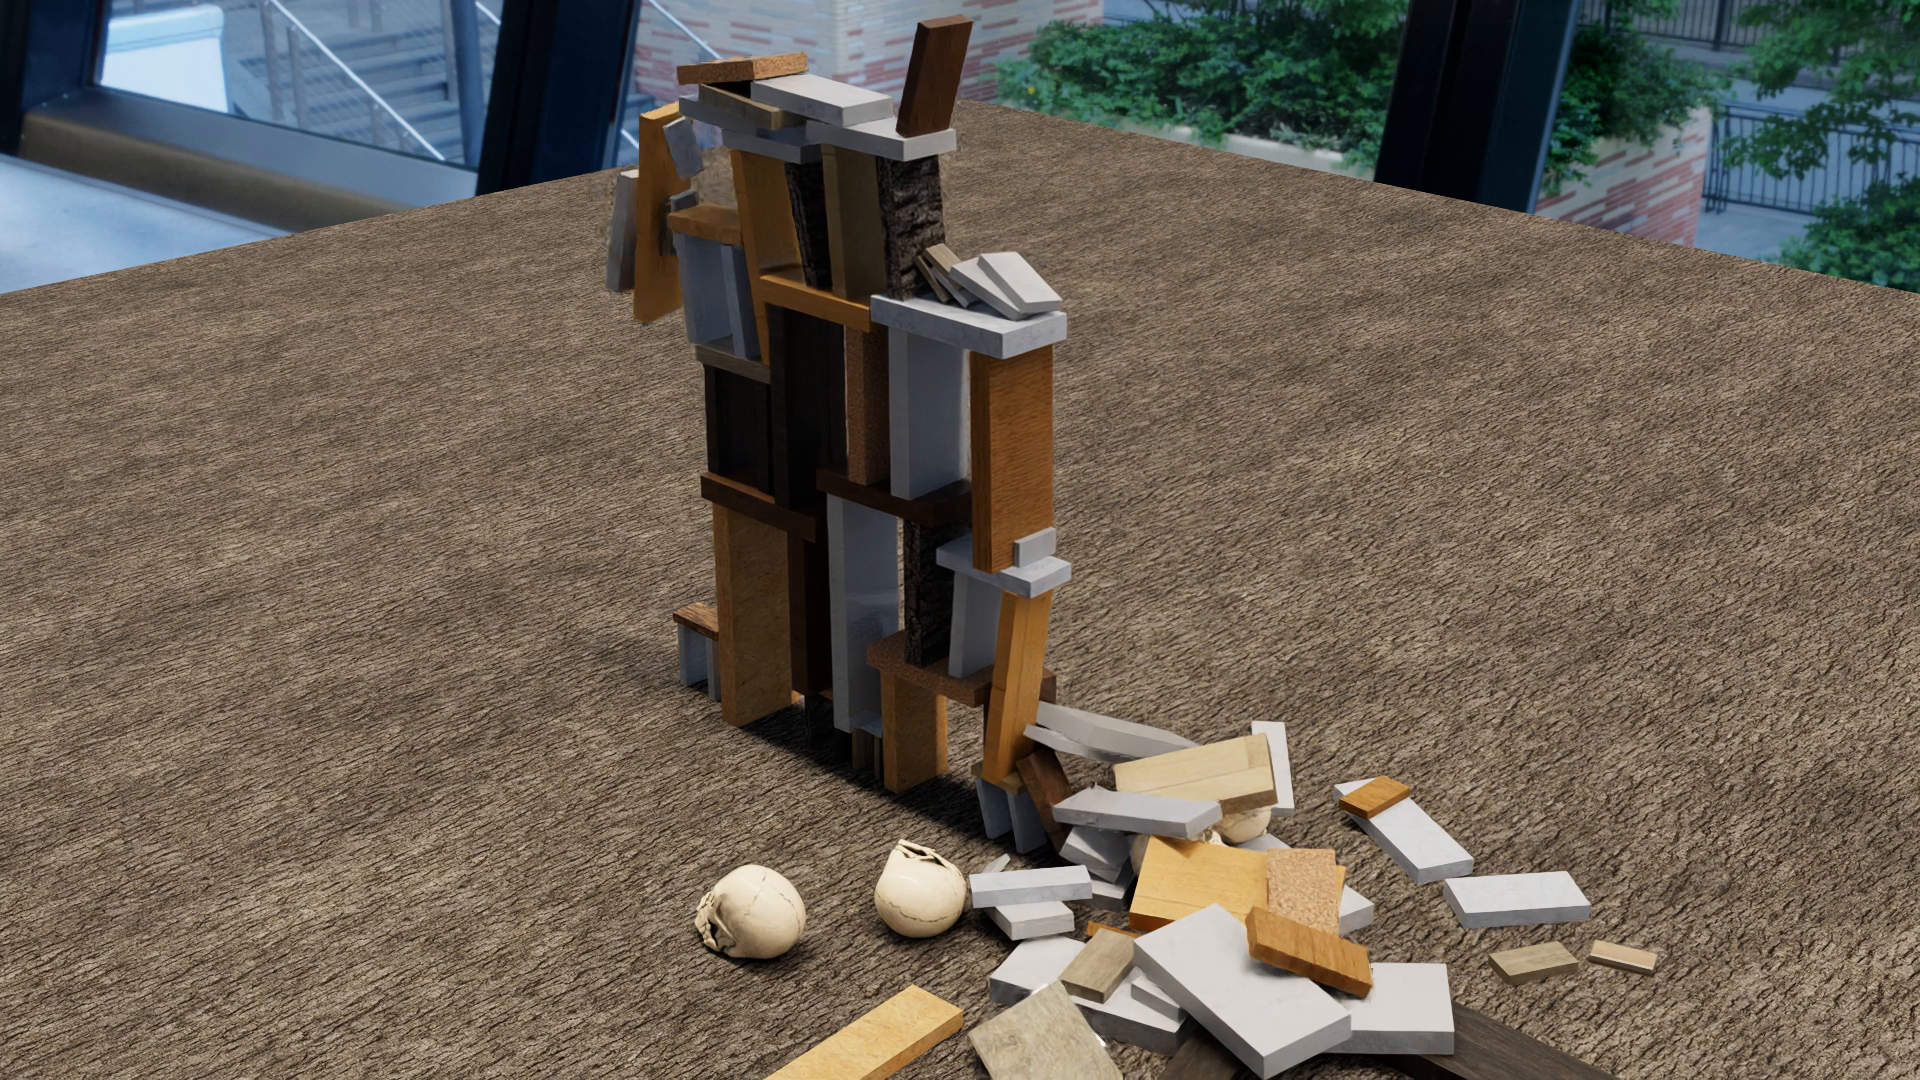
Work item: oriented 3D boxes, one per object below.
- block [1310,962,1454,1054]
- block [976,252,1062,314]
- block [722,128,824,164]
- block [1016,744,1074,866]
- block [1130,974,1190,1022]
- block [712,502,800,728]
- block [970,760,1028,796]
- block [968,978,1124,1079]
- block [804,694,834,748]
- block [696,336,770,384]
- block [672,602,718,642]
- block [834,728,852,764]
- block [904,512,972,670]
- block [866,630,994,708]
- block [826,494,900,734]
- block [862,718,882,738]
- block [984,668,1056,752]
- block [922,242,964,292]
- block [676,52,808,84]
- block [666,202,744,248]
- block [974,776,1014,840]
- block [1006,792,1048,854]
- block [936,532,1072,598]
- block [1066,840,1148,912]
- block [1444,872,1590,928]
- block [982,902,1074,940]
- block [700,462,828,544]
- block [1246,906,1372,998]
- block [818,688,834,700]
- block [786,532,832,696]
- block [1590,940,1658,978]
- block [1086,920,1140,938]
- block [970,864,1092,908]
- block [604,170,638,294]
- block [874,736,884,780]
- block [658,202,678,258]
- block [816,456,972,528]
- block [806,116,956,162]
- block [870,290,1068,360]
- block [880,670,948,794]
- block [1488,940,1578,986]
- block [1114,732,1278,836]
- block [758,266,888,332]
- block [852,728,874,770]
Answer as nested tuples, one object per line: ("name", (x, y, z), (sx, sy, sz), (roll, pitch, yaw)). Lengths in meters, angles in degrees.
("block", (0.648, 0.789, 3.713), (0.349, 0.049, 0.175), (-1, 28, 8))
("block", (0.108, -0.468, 3.991), (0.081, 0.023, 0.163), (-8, 43, -33))
("block", (-0.342, -0.774, 4.269), (0.118, 0.034, 0.237), (-21, 30, -40))
("block", (0.188, 0.512, 4.276), (0.031, 0.219, 0.109), (-26, -1, 27))
("block", (0.405, 0.758, 3.810), (0.106, 0.030, 0.211), (21, 31, 41))
("block", (-0.440, 0.139, 4.769), (0.051, 0.518, 0.179), (21, 31, 41))
("block", (0.089, 0.462, 4.322), (0.064, 0.018, 0.128), (-21, 30, -40))
("block", (0.156, 0.871, 3.555), (0.179, 0.051, 0.358), (-29, 29, -6))
("block", (-0.299, 0.370, 4.709), (0.070, 0.140, 0.020), (-21, 31, -40))
("block", (-0.417, -0.373, 4.516), (0.242, 0.034, 0.121), (20, 30, 39))
("block", (-0.564, 0.182, 4.914), (0.152, 0.022, 0.076), (21, 31, 41))
("block", (-0.233, 0.396, 4.648), (0.020, 0.140, 0.070), (21, 31, 40))
("block", (-0.041, 0.083, 4.327), (0.044, 0.310, 0.155), (19, 30, 38))
("block", (-0.032, 0.249, 4.385), (0.287, 0.041, 0.144), (19, 30, 37))
("block", (-0.194, 0.130, 4.489), (0.044, 0.520, 0.155), (19, 29, 38))
("block", (-0.179, 0.382, 4.580), (0.103, 0.015, 0.051), (21, 31, 41))
("block", (0.120, 0.409, 4.430), (0.144, 0.287, 0.041), (-12, 26, -26))
("block", (-0.018, -0.502, 4.045), (0.102, 0.014, 0.051), (47, 42, 16))
("block", (-0.427, -0.921, 4.298), (0.129, 0.036, 0.257), (-19, 19, -38))
("block", (-0.478, -0.641, 4.469), (0.231, 0.033, 0.116), (18, 30, 40))
("block", (0.070, 0.522, 4.368), (0.064, 0.128, 0.018), (-21, 13, -39))
("block", (0.131, 0.544, 4.313), (0.064, 0.128, 0.018), (-19, 15, -37))
("block", (0.082, 0.045, 4.166), (0.236, 0.033, 0.118), (20, 30, 37))
("block", (0.290, 0.636, 4.221), (0.109, 0.031, 0.219), (9, 25, 20))
("block", (1.044, 0.675, 4.127), (0.239, 0.034, 0.120), (-3, 23, -6))
("block", (0.118, 0.677, 4.044), (0.117, 0.033, 0.234), (-6, 8, -15))
("block", (-0.355, -0.089, 4.579), (0.358, 0.051, 0.179), (21, 31, 40))
("block", (0.588, 0.695, 3.711), (0.212, 0.030, 0.106), (21, 24, -7))
("block", (-0.266, 0.308, 4.649), (0.070, 0.020, 0.140), (-21, 31, -40))
("block", (-0.271, 0.131, 4.583), (0.179, 0.358, 0.051), (-21, 31, -40))
("block", (1.196, 0.754, 3.964), (0.110, 0.016, 0.055), (10, 25, 23))
("block", (0.325, 0.725, 3.958), (0.178, 0.025, 0.089), (12, -10, 26))
("block", (0.130, 0.641, 4.067), (0.219, 0.031, 0.109), (-4, 8, -2))
("block", (-0.690, -0.666, 4.707), (0.036, 0.257, 0.128), (24, 28, 25))
("block", (-0.154, 0.445, 4.580), (0.015, 0.103, 0.051), (21, 31, 40))
("block", (-0.602, -0.655, 4.618), (0.058, 0.116, 0.016), (-19, 39, -39))
("block", (-0.118, -0.104, 4.317), (0.310, 0.044, 0.155), (19, 29, 37))
("block", (-0.147, -0.749, 4.060), (0.132, 0.037, 0.264), (-21, 31, -41))
("block", (0.014, -0.410, 4.049), (0.339, 0.048, 0.170), (21, 31, 40))
("block", (-0.093, 0.365, 4.532), (0.144, 0.287, 0.041), (-21, 29, -40))
("block", (1.029, 0.759, 3.947), (0.141, 0.020, 0.071), (-7, 24, -16))
("block", (0.454, 0.472, 4.250), (0.302, 0.043, 0.151), (-14, 39, 11))
("block", (-0.228, -0.474, 4.269), (0.315, 0.045, 0.158), (21, 30, 40))
("block", (-0.203, 0.426, 4.625), (0.015, 0.103, 0.051), (21, 31, 41))
